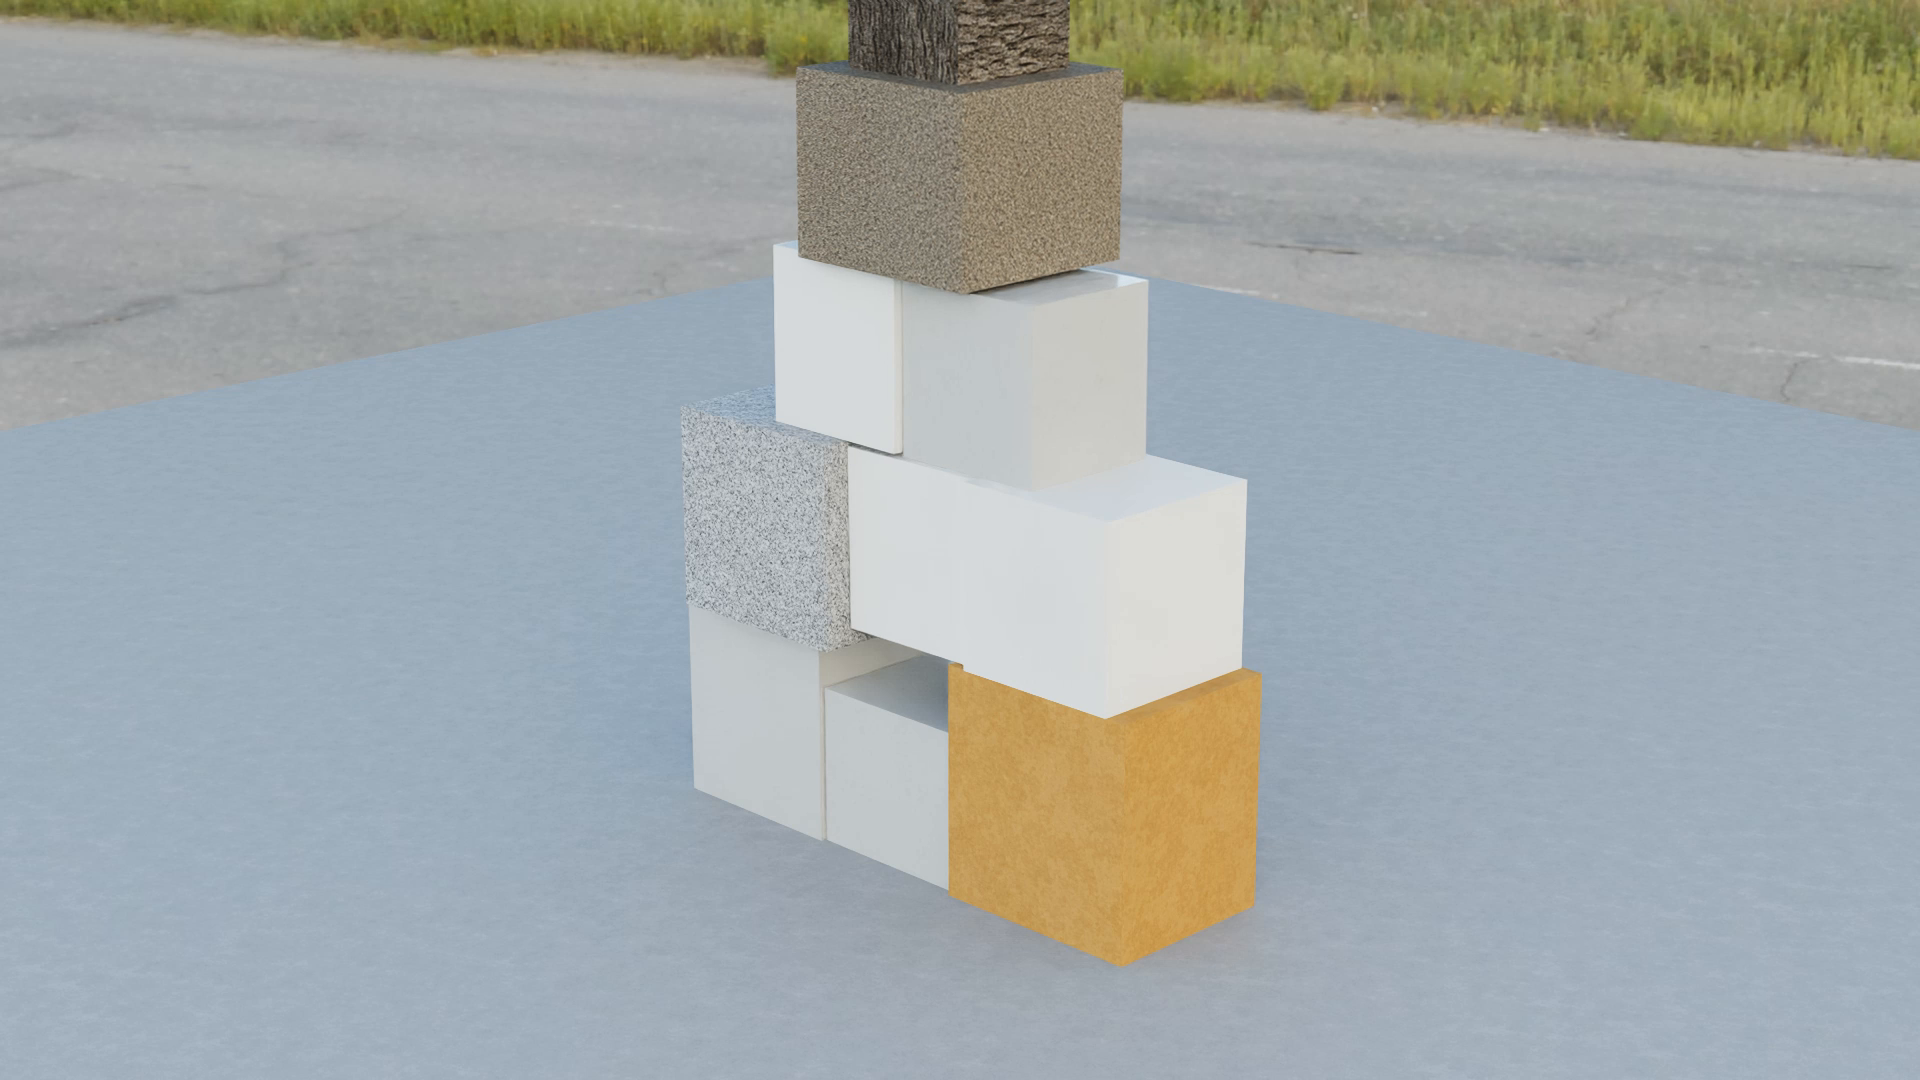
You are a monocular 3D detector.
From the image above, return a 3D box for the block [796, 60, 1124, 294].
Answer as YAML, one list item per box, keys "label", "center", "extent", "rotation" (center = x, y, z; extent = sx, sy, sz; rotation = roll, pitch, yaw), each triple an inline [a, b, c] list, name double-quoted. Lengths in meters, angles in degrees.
- label: "block"
  center: [-0.003, -1.643, 12.812]
  extent: [0.986, 0.839, 1.019]
  rotation: [-17, 24, -42]

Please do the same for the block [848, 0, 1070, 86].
- label: "block"
  center: [-0.003, -2.381, 12.574]
  extent: [0.679, 0.713, 0.667]
  rotation: [-17, 24, -42]

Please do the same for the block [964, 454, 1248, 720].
- label: "block"
  center: [0.625, 0.156, 12.722]
  extent: [0.886, 0.860, 0.840]
  rotation: [-17, 24, -42]

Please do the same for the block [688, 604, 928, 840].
- label: "block"
  center: [-0.678, 0.748, 14.282]
  extent: [0.860, 1.010, 0.930]
  rotation: [-17, 24, -42]

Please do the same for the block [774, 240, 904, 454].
- label: "block"
  center: [-0.266, -0.944, 13.352]
  extent: [0.845, 0.822, 0.783]
  rotation: [-17, 24, -42]

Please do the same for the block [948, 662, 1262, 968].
- label: "block"
  center: [0.634, 1.093, 13.021]
  extent: [0.889, 1.106, 1.048]
  rotation: [-17, 24, -42]

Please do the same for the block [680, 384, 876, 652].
- label: "block"
  center: [-0.581, -0.170, 13.888]
  extent: [1.060, 0.977, 0.995]
  rotation: [-17, 24, -42]

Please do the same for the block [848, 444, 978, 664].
- label: "block"
  center: [0.046, -0.014, 13.278]
  extent: [0.779, 0.859, 0.771]
  rotation: [-17, 23, -42]

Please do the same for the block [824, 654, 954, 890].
- label: "block"
  center: [-0.046, 1.056, 13.713]
  extent: [0.801, 0.763, 0.842]
  rotation: [-17, 24, -42]

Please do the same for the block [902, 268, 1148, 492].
- label: "block"
  center: [0.282, -0.746, 12.821]
  extent: [0.726, 0.803, 0.785]
  rotation: [-17, 24, -42]
